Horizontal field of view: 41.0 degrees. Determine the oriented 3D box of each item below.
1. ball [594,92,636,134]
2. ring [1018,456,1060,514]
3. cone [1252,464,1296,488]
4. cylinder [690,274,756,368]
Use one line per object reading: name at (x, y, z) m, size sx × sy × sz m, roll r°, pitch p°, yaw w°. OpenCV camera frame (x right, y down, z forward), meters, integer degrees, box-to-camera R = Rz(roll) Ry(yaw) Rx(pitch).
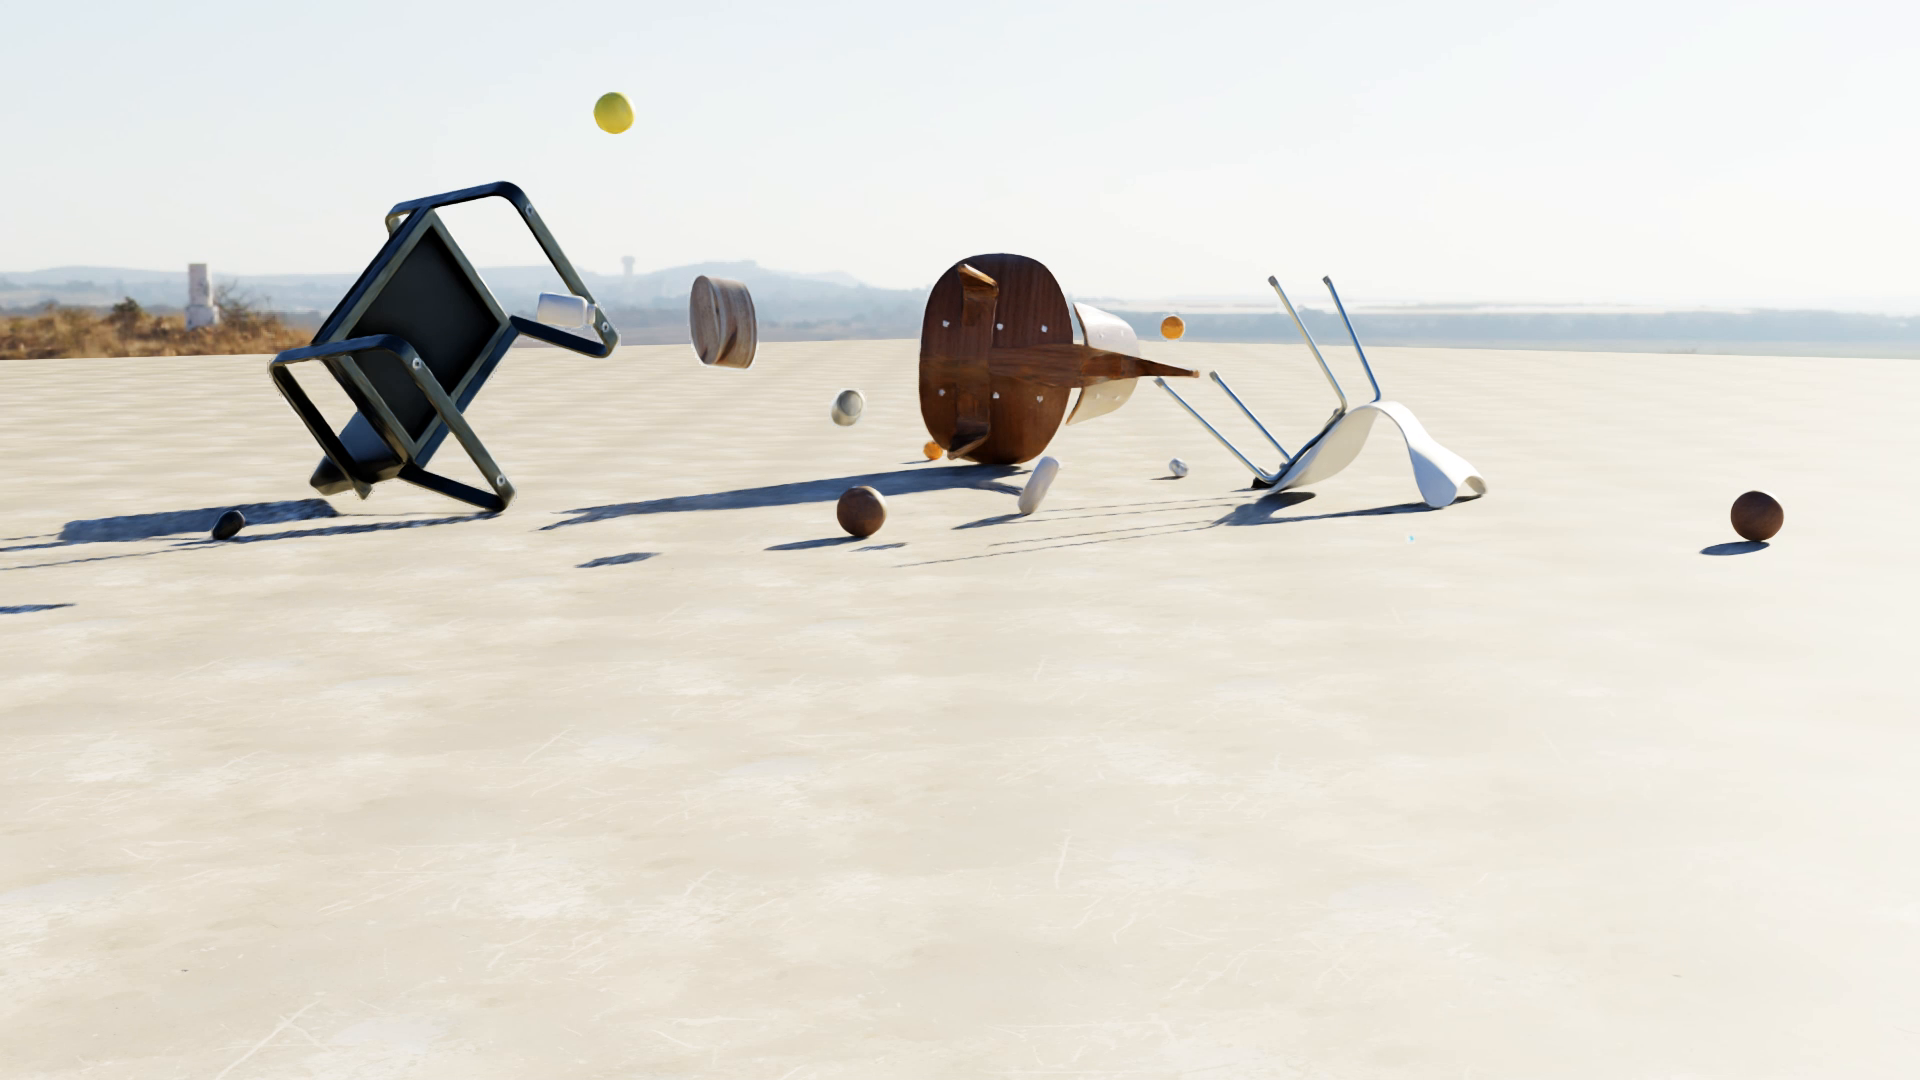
ball at (-0.574, -0.711, 4.270) m, size 0.070 × 0.070 × 0.070 m, roll 0°, pitch 6°, yaw 0°
ring at (0.218, -0.153, 7.110) m, size 0.061 × 0.188 × 0.087 m, roll 29°, pitch 22°, yaw 1°
cone at (0.986, -0.181, 7.989) m, size 0.140 × 0.075 × 0.082 m, roll 16°, pitch 7°, yaw 7°
cylinder at (-0.736, -0.677, 7.968) m, size 0.136 × 0.294 × 0.162 m, roll 4°, pitch -21°, yaw -39°
